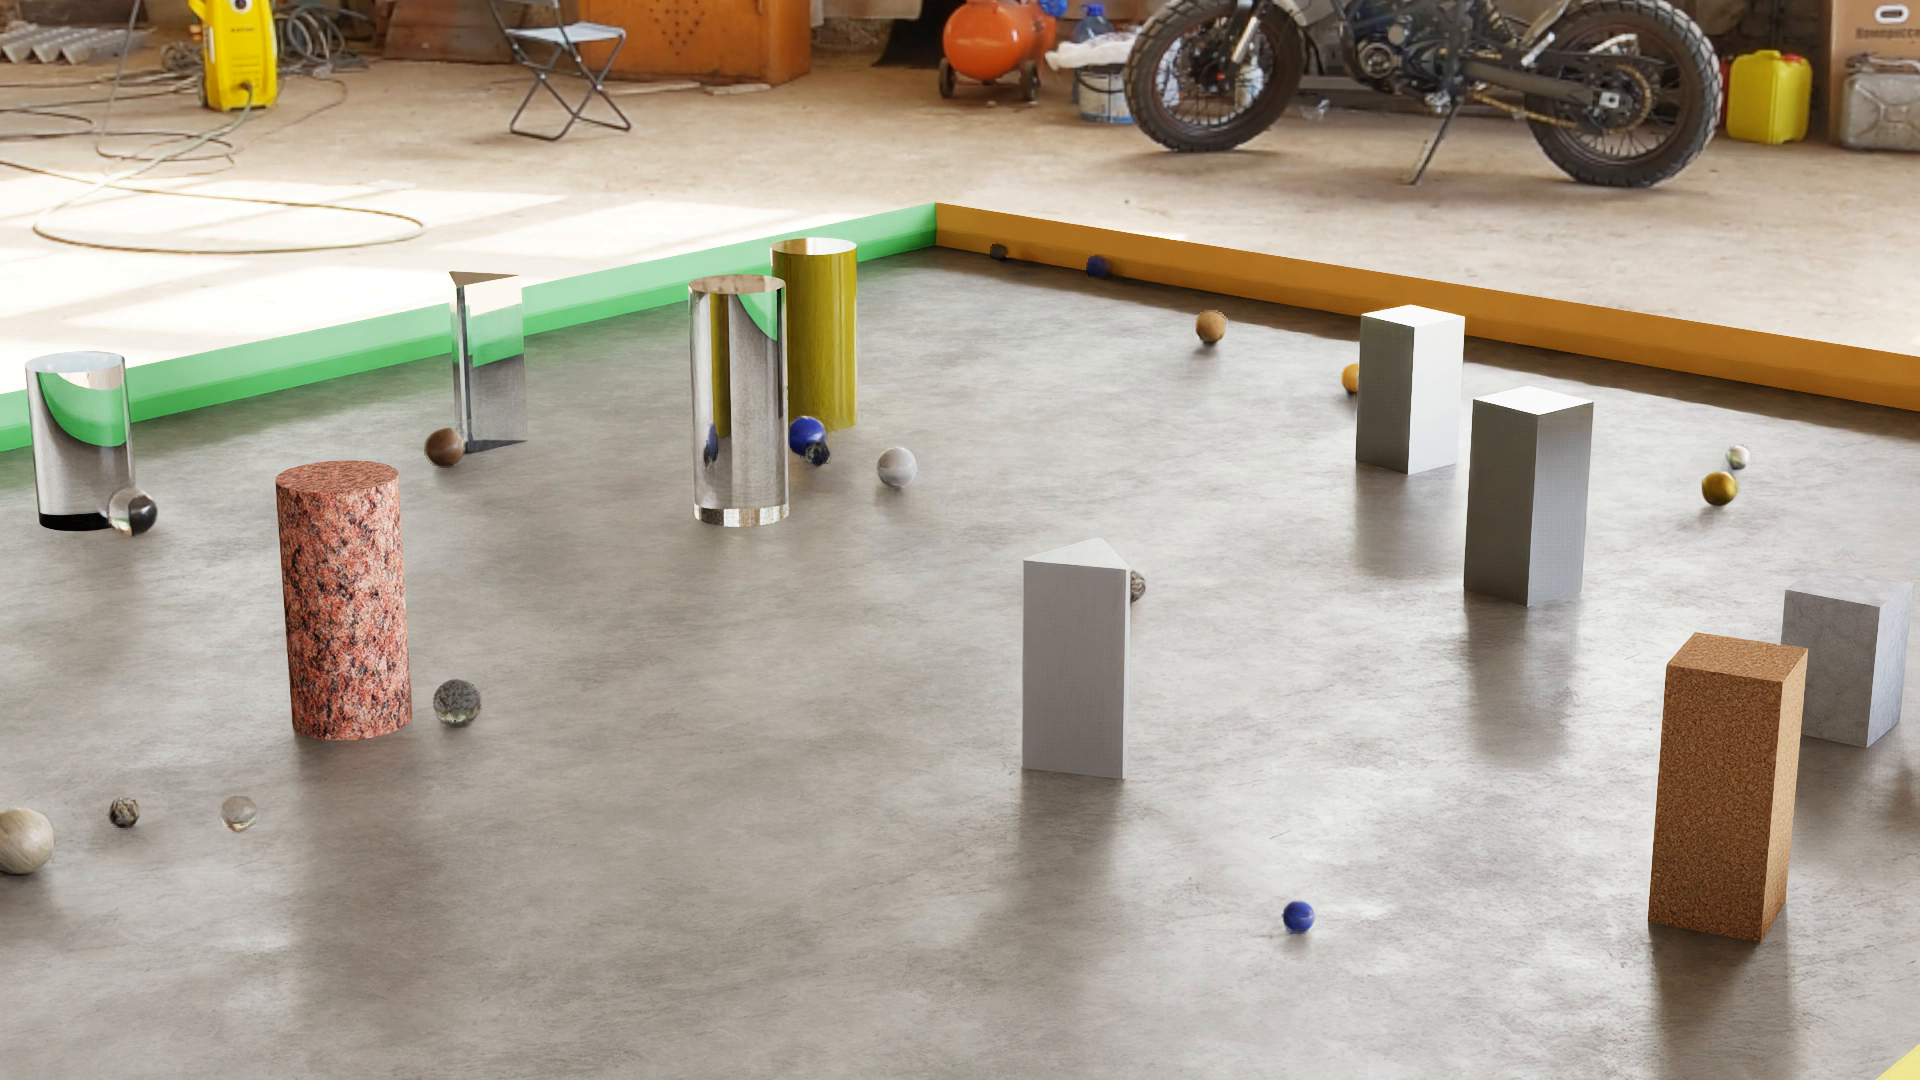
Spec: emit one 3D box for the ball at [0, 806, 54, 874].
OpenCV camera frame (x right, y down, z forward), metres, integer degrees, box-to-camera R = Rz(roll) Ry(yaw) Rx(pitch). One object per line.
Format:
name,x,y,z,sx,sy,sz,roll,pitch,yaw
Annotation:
ball,-1.263,0.403,3.938,0.091,0.091,0.091,0,17,0

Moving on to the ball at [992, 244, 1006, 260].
ball,0.106,-0.777,7.919,0.042,0.042,0.042,0,17,0

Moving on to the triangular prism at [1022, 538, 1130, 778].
triangular prism,0.186,0.169,4.316,0.157,0.320,0.136,5,18,16

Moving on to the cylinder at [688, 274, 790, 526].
cylinder,-0.416,-0.264,5.531,0.182,0.445,0.182,0,17,0

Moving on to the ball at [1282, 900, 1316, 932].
ball,0.435,0.482,3.761,0.043,0.043,0.043,0,17,0

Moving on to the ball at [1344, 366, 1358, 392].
ball,0.877,-0.358,6.488,0.057,0.057,0.057,0,17,0

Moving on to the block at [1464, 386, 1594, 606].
block,0.986,-0.078,5.093,0.145,0.341,0.145,-13,21,-37

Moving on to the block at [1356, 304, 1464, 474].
block,0.906,-0.304,5.910,0.145,0.302,0.145,-13,21,-37

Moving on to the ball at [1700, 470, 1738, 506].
ball,1.459,-0.099,5.635,0.068,0.068,0.068,0,17,0

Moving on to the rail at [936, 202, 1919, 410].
rail,1.501,-0.472,6.776,4.197,0.118,0.045,14,22,39

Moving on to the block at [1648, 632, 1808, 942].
block,0.988,0.316,3.775,0.145,0.352,0.145,9,19,26

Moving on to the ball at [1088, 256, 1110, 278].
ball,0.364,-0.714,7.680,0.059,0.059,0.059,0,17,0

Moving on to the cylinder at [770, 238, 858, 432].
cylinder,-0.308,-0.436,6.210,0.182,0.379,0.182,0,17,0

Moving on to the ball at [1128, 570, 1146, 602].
ball,0.293,0.079,5.067,0.057,0.057,0.057,0,17,0

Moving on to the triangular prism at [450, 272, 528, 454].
triangular prism,-1.004,-0.373,6.053,0.136,0.350,0.157,16,23,42

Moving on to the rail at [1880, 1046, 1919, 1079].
rail,1.567,0.424,3.820,0.045,0.118,4.627,14,22,39

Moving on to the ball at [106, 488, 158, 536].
ball,-1.537,-0.053,5.445,0.091,0.091,0.091,0,17,0

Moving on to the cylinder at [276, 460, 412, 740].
cylinder,-0.935,0.090,4.458,0.182,0.389,0.182,0,17,0

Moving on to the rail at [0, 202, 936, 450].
rail,-1.567,-0.365,6.423,0.045,0.118,4.627,14,22,39

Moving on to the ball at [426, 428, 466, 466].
ball,-1.037,-0.188,5.909,0.079,0.079,0.079,0,17,0

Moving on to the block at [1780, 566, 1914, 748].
block,1.344,0.176,4.461,0.145,0.223,0.145,12,21,34

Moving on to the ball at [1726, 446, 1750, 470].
ball,1.561,-0.164,5.882,0.049,0.049,0.049,0,17,0

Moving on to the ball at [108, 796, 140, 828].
ball,-1.167,0.380,4.096,0.043,0.043,0.043,0,17,0

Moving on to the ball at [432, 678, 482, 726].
ball,-0.768,0.249,4.478,0.074,0.074,0.074,0,17,0

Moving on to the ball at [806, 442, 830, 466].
ball,-0.288,-0.174,5.918,0.048,0.048,0.048,0,17,0

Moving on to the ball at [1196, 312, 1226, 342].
ball,0.596,-0.505,6.968,0.073,0.073,0.073,0,17,0

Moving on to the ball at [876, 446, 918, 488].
ball,-0.124,-0.143,5.760,0.080,0.080,0.080,0,17,0

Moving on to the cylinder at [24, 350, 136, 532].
cylinder,-1.654,-0.188,5.522,0.182,0.304,0.182,0,17,0

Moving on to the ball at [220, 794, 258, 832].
ball,-1.004,0.381,4.082,0.051,0.051,0.051,0,17,0

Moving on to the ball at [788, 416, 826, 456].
ball,-0.313,-0.211,5.978,0.083,0.083,0.083,0,17,0
